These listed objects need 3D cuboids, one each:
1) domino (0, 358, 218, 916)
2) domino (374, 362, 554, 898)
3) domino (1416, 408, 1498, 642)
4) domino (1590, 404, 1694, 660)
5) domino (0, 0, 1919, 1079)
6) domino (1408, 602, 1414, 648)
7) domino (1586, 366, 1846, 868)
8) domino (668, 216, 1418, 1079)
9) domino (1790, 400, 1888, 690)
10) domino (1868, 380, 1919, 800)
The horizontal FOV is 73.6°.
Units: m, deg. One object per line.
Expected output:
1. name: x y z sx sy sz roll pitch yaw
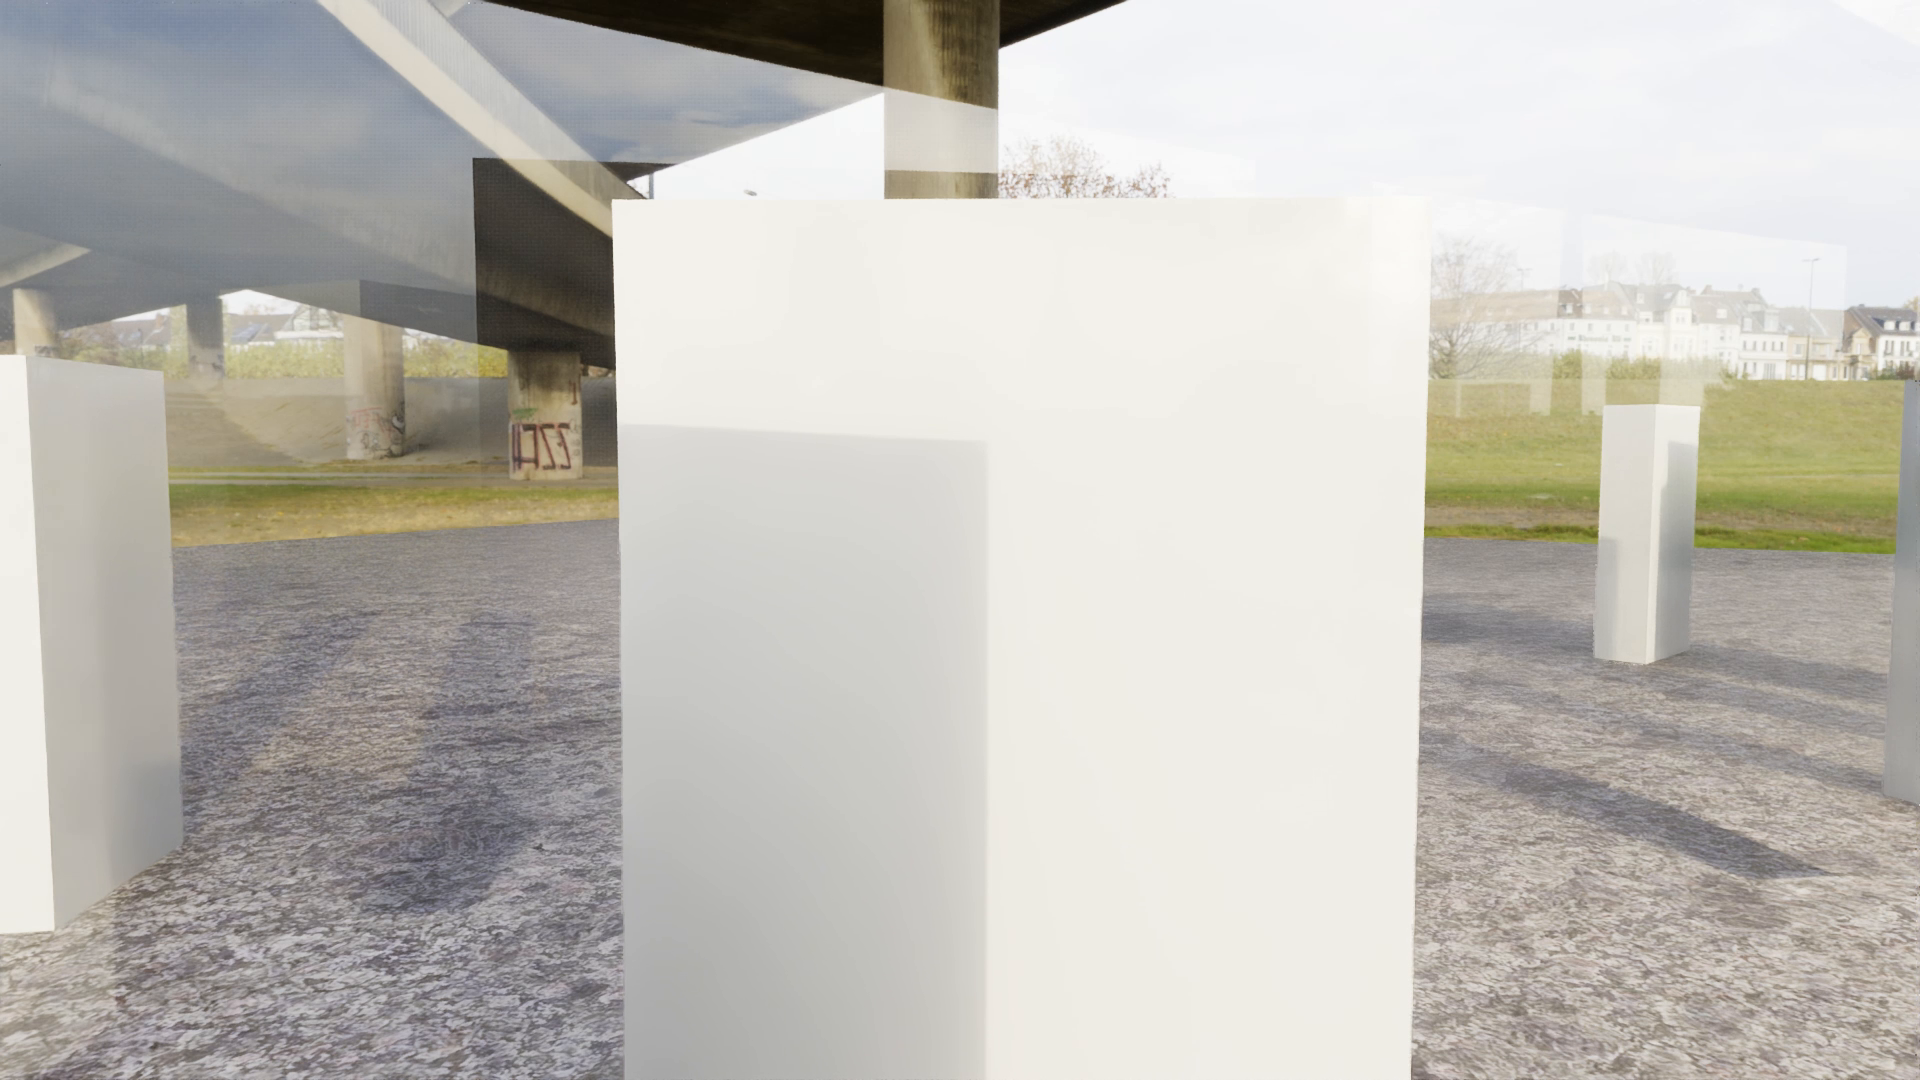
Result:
1. domino: -0.085 0.008 0.127 0.010 0.050 0.025 -1 4 -9
2. domino: -0.050 0.008 0.132 0.009 0.050 0.025 0 4 -5
3. domino: 0.111 -0.004 0.286 0.010 0.050 0.025 3 5 36
4. domino: 0.139 -0.002 0.262 0.025 0.050 0.010 -4 6 -43
5. domino: -0.002 0.017 0.013 0.025 0.050 0.010 1 4 13
6. domino: 0.069 0.017 0.278 0.025 0.009 0.050 -4 6 -41
7. domino: 0.081 0.007 0.140 0.009 0.050 0.025 -1 4 -7
8. domino: 0.003 0.014 0.049 0.025 0.050 0.009 0 4 2
9. domino: 0.162 0.000 0.230 0.025 0.050 0.009 -2 5 -27
10. domino: 0.121 0.007 0.147 0.010 0.050 0.025 -1 4 -15
